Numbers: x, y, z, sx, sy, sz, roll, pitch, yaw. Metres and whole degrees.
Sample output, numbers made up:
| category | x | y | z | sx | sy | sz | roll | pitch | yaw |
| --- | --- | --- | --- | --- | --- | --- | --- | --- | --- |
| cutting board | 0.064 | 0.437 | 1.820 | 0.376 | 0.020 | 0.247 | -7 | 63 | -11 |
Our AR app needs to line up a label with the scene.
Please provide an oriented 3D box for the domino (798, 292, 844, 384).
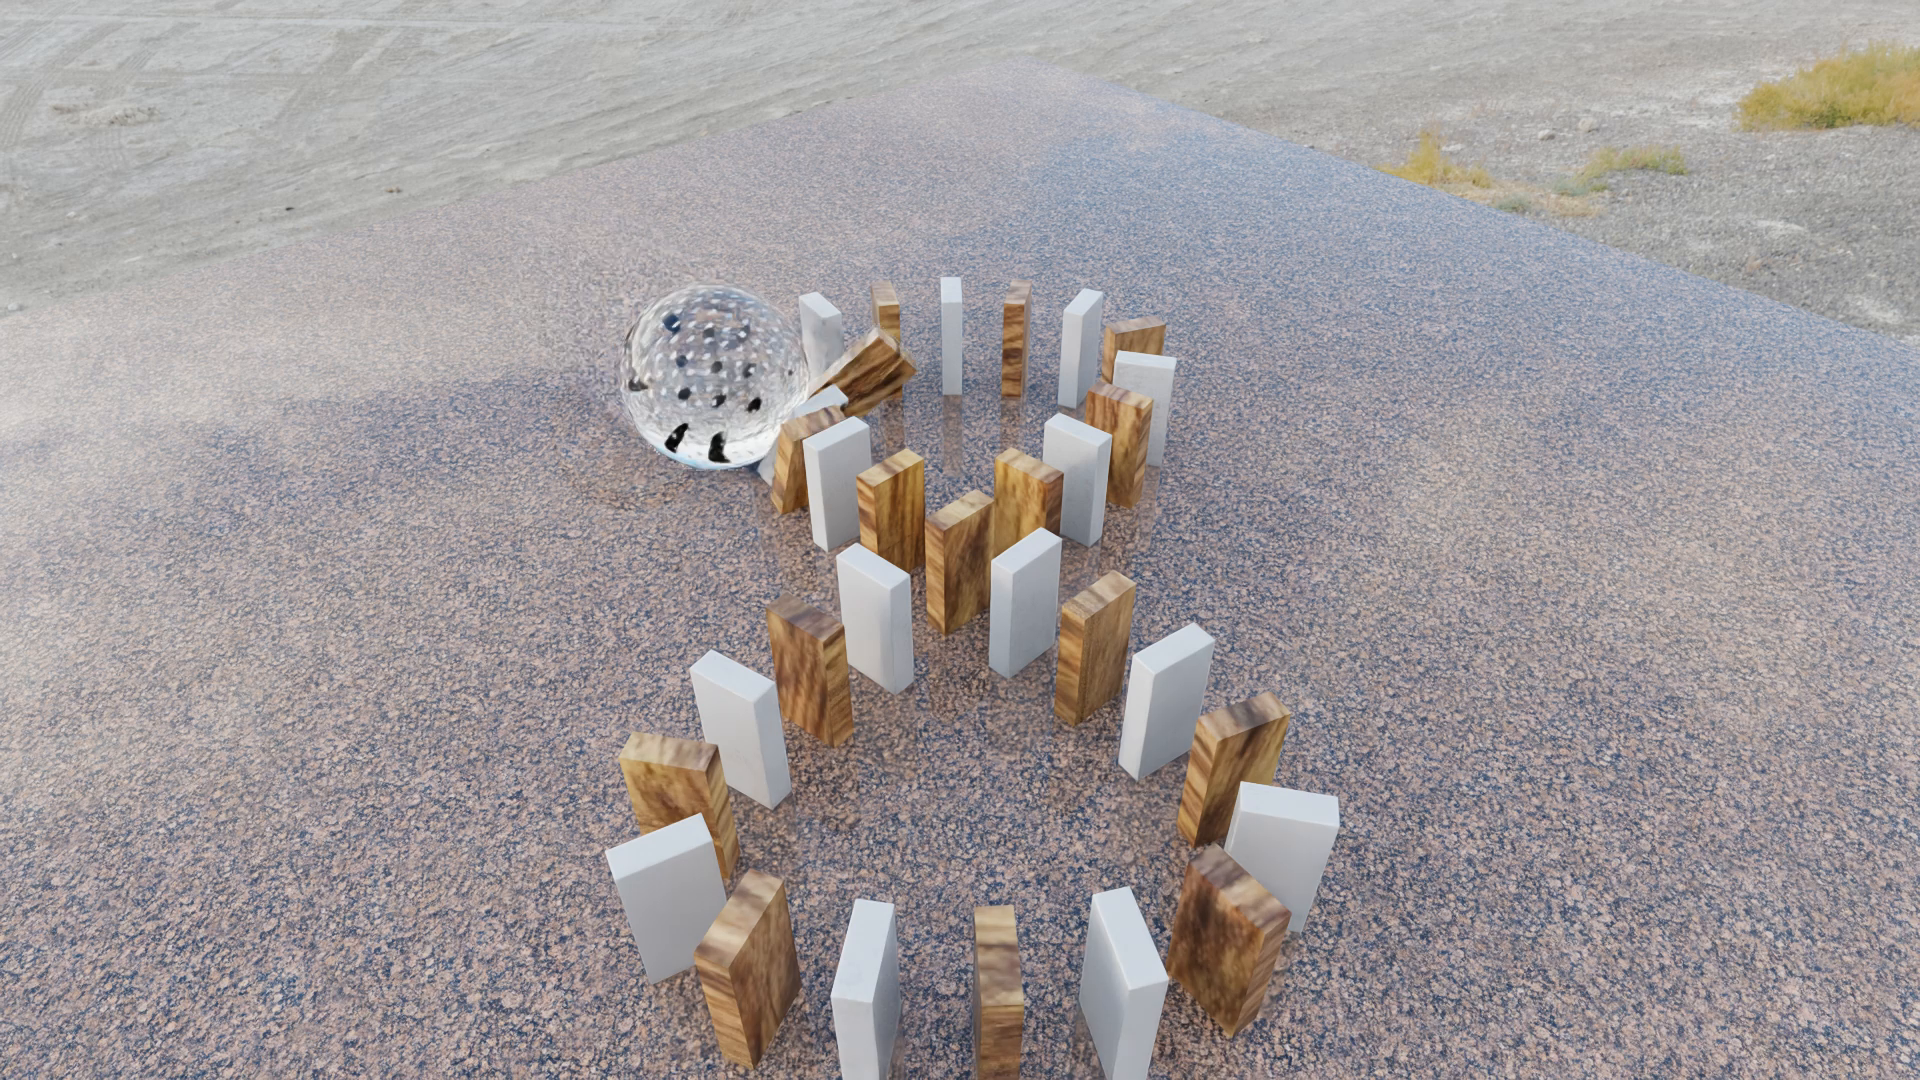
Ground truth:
| category | x | y | z | sx | sy | sz | roll | pitch | yaw |
| --- | --- | --- | --- | --- | --- | --- | --- | --- | --- |
| domino | -0.064 | -0.088 | 0.519 | 0.009 | 0.050 | 0.025 | -22 | 44 | -24 |

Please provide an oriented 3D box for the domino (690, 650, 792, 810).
| category | x | y | z | sx | sy | sz | roll | pitch | yaw |
| --- | --- | --- | --- | --- | --- | --- | --- | --- | --- |
| domino | -0.067 | 0.059 | 0.339 | 0.025 | 0.050 | 0.009 | 22 | 44 | 25 |

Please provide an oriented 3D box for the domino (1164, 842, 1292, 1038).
| category | x | y | z | sx | sy | sz | roll | pitch | yaw |
| --- | --- | --- | --- | --- | --- | --- | --- | --- | --- |
| domino | 0.068 | 0.104 | 0.284 | 0.010 | 0.050 | 0.025 | -25 | 46 | -27 |

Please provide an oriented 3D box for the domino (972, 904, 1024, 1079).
| category | x | y | z | sx | sy | sz | roll | pitch | yaw |
| --- | --- | --- | --- | --- | --- | --- | --- | --- | --- |
| domino | 0.009 | 0.115 | 0.271 | 0.009 | 0.050 | 0.025 | -2 | 39 | -3 |

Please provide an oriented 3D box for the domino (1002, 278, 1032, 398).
| category | x | y | z | sx | sy | sz | roll | pitch | yaw |
| --- | --- | --- | --- | --- | --- | --- | --- | --- | --- |
| domino | 0.027 | -0.097 | 0.530 | 0.009 | 0.050 | 0.025 | 7 | 40 | 9 |

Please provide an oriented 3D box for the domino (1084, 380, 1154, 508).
| category | x | y | z | sx | sy | sz | roll | pitch | yaw |
| --- | --- | --- | --- | --- | --- | --- | --- | --- | --- |
| domino | 0.065 | -0.039 | 0.459 | 0.025 | 0.050 | 0.009 | 23 | 45 | 26 |

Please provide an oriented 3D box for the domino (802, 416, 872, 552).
| category | x | y | z | sx | sy | sz | roll | pitch | yaw |
| --- | --- | --- | --- | --- | --- | --- | --- | --- | --- |
| domino | -0.048 | -0.022 | 0.438 | 0.025 | 0.050 | 0.010 | -31 | 48 | -32 |

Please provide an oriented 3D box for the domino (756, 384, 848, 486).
| category | x | y | z | sx | sy | sz | roll | pitch | yaw |
| --- | --- | --- | --- | --- | --- | --- | --- | --- | --- |
| domino | -0.067 | -0.044 | 0.467 | 0.009 | 0.050 | 0.025 | 48 | 52 | 3 |

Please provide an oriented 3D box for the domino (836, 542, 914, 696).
| category | x | y | z | sx | sy | sz | roll | pitch | yaw |
| --- | --- | --- | --- | --- | --- | --- | --- | --- | --- |
| domino | -0.029 | 0.028 | 0.378 | 0.025 | 0.050 | 0.010 | 30 | 48 | 31 |

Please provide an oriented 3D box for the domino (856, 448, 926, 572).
| category | x | y | z | sx | sy | sz | roll | pitch | yaw |
| --- | --- | --- | --- | --- | --- | --- | --- | --- | --- |
| domino | -0.026 | -0.007 | 0.421 | 0.009 | 0.050 | 0.025 | 32 | 49 | 33 |

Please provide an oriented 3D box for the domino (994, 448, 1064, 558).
| category | x | y | z | sx | sy | sz | roll | pitch | yaw |
| --- | --- | --- | --- | --- | --- | --- | --- | --- | --- |
| domino | 0.026 | -0.008 | 0.422 | 0.025 | 0.050 | 0.009 | 29 | 47 | 31 |

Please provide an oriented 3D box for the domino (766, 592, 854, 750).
| category | x | y | z | sx | sy | sz | roll | pitch | yaw |
| --- | --- | --- | --- | --- | --- | --- | --- | --- | --- |
| domino | -0.049 | 0.043 | 0.359 | 0.025 | 0.050 | 0.010 | 26 | 46 | 29 |

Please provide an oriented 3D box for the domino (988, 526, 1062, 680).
| category | x | y | z | sx | sy | sz | roll | pitch | yaw |
| --- | --- | --- | --- | --- | --- | --- | --- | --- | --- |
| domino | 0.022 | 0.023 | 0.384 | 0.010 | 0.050 | 0.025 | 32 | 49 | 33 |

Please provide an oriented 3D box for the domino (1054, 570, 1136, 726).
| category | x | y | z | sx | sy | sz | roll | pitch | yaw |
| --- | --- | --- | --- | --- | --- | --- | --- | --- | --- |
| domino | 0.045 | 0.037 | 0.367 | 0.025 | 0.050 | 0.009 | -31 | 48 | -32 |

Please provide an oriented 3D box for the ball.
| category | x | y | z | sx | sy | sz | roll | pitch | yaw |
| --- | --- | --- | --- | --- | --- | --- | --- | --- | --- |
| ball | -0.105 | -0.070 | 0.473 | 0.080 | 0.080 | 0.080 | 0 | 39 | 0 |

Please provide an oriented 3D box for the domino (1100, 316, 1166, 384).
| category | x | y | z | sx | sy | sz | roll | pitch | yaw |
| --- | --- | --- | --- | --- | --- | --- | --- | --- | --- |
| domino | 0.078 | -0.077 | 0.505 | 0.025 | 0.050 | 0.010 | -13 | 41 | -16 |

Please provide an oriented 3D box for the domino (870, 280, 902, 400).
| category | x | y | z | sx | sy | sz | roll | pitch | yaw |
| --- | --- | --- | --- | --- | --- | --- | --- | --- | --- |
| domino | -0.035 | -0.096 | 0.528 | 0.009 | 0.050 | 0.025 | -8 | 40 | -10 |

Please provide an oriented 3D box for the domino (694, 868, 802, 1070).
| category | x | y | z | sx | sy | sz | roll | pitch | yaw |
| --- | --- | --- | --- | --- | --- | --- | --- | --- | --- |
| domino | -0.053 | 0.109 | 0.278 | 0.010 | 0.050 | 0.025 | 15 | 42 | 18 |

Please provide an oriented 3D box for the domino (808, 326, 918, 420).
| category | x | y | z | sx | sy | sz | roll | pitch | yaw |
| --- | --- | --- | --- | --- | --- | --- | --- | --- | --- |
| domino | -0.046 | -0.071 | 0.496 | 0.050 | 0.025 | 0.009 | -37 | 37 | 21 |

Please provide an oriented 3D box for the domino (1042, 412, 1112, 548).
| category | x | y | z | sx | sy | sz | roll | pitch | yaw |
| --- | --- | --- | --- | --- | --- | --- | --- | --- | --- |
| domino | 0.046 | -0.024 | 0.440 | 0.025 | 0.050 | 0.009 | 27 | 47 | 29 |

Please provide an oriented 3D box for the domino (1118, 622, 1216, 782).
| category | x | y | z | sx | sy | sz | roll | pitch | yaw |
| --- | --- | --- | --- | --- | --- | --- | --- | --- | --- |
| domino | 0.065 | 0.052 | 0.348 | 0.025 | 0.050 | 0.009 | -24 | 45 | -26 |

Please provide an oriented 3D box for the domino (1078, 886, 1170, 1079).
| category | x | y | z | sx | sy | sz | roll | pitch | yaw |
| --- | --- | --- | --- | --- | --- | --- | --- | --- | --- |
| domino | 0.040 | 0.112 | 0.274 | 0.010 | 0.050 | 0.025 | -9 | 40 | -11 |

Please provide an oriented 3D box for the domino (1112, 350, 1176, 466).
| category | x | y | z | sx | sy | sz | roll | pitch | yaw |
| --- | --- | --- | --- | --- | --- | --- | --- | --- | --- |
| domino | 0.079 | -0.057 | 0.481 | 0.025 | 0.050 | 0.009 | 10 | 40 | 12 |

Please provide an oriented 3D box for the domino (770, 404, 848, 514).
| category | x | y | z | sx | sy | sz | roll | pitch | yaw |
| --- | --- | --- | --- | --- | --- | --- | --- | --- | --- |
| domino | -0.062 | -0.033 | 0.451 | 0.025 | 0.050 | 0.010 | -25 | 67 | -28 |

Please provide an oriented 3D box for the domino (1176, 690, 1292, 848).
| category | x | y | z | sx | sy | sz | roll | pitch | yaw |
| --- | --- | --- | --- | --- | --- | --- | --- | --- | --- |
| domino | 0.081 | 0.069 | 0.327 | 0.025 | 0.050 | 0.009 | -16 | 42 | -18 |

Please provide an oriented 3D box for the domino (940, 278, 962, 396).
| category | x | y | z | sx | sy | sz | roll | pitch | yaw |
| --- | --- | --- | --- | --- | --- | --- | --- | --- | --- |
| domino | -0.004 | -0.098 | 0.531 | 0.010 | 0.050 | 0.025 | -1 | 39 | -1 |

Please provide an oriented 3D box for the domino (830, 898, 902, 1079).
| category | x | y | z | sx | sy | sz | roll | pitch | yaw |
| --- | --- | --- | --- | --- | --- | --- | --- | --- | --- |
| domino | -0.022 | 0.114 | 0.272 | 0.010 | 0.050 | 0.025 | 6 | 40 | 7 |

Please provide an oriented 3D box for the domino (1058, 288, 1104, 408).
| category | x | y | z | sx | sy | sz | roll | pitch | yaw |
| --- | --- | --- | --- | --- | --- | --- | --- | --- | --- |
| domino | 0.057 | -0.091 | 0.522 | 0.010 | 0.050 | 0.025 | 18 | 43 | 20 |

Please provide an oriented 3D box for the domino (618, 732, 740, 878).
| category | x | y | z | sx | sy | sz | roll | pitch | yaw |
| --- | --- | --- | --- | --- | --- | --- | --- | --- | --- |
| domino | -0.080 | 0.077 | 0.317 | 0.025 | 0.050 | 0.009 | 7 | 40 | 9 |

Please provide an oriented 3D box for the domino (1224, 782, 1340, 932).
| category | x | y | z | sx | sy | sz | roll | pitch | yaw |
| --- | --- | --- | --- | --- | --- | --- | --- | --- | --- |
| domino | 0.086 | 0.088 | 0.304 | 0.025 | 0.050 | 0.009 | 8 | 40 | 9 |

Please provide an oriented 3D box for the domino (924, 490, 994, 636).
| category | x | y | z | sx | sy | sz | roll | pitch | yaw |
| --- | --- | --- | --- | --- | --- | --- | --- | --- | --- |
| domino | 0.000 | 0.009 | 0.401 | 0.025 | 0.050 | 0.010 | -31 | 49 | -32 |

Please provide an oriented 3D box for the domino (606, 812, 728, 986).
| category | x | y | z | sx | sy | sz | roll | pitch | yaw |
| --- | --- | --- | --- | --- | --- | --- | --- | --- | --- |
| domino | -0.076 | 0.097 | 0.294 | 0.025 | 0.050 | 0.009 | -19 | 43 | -21 |
